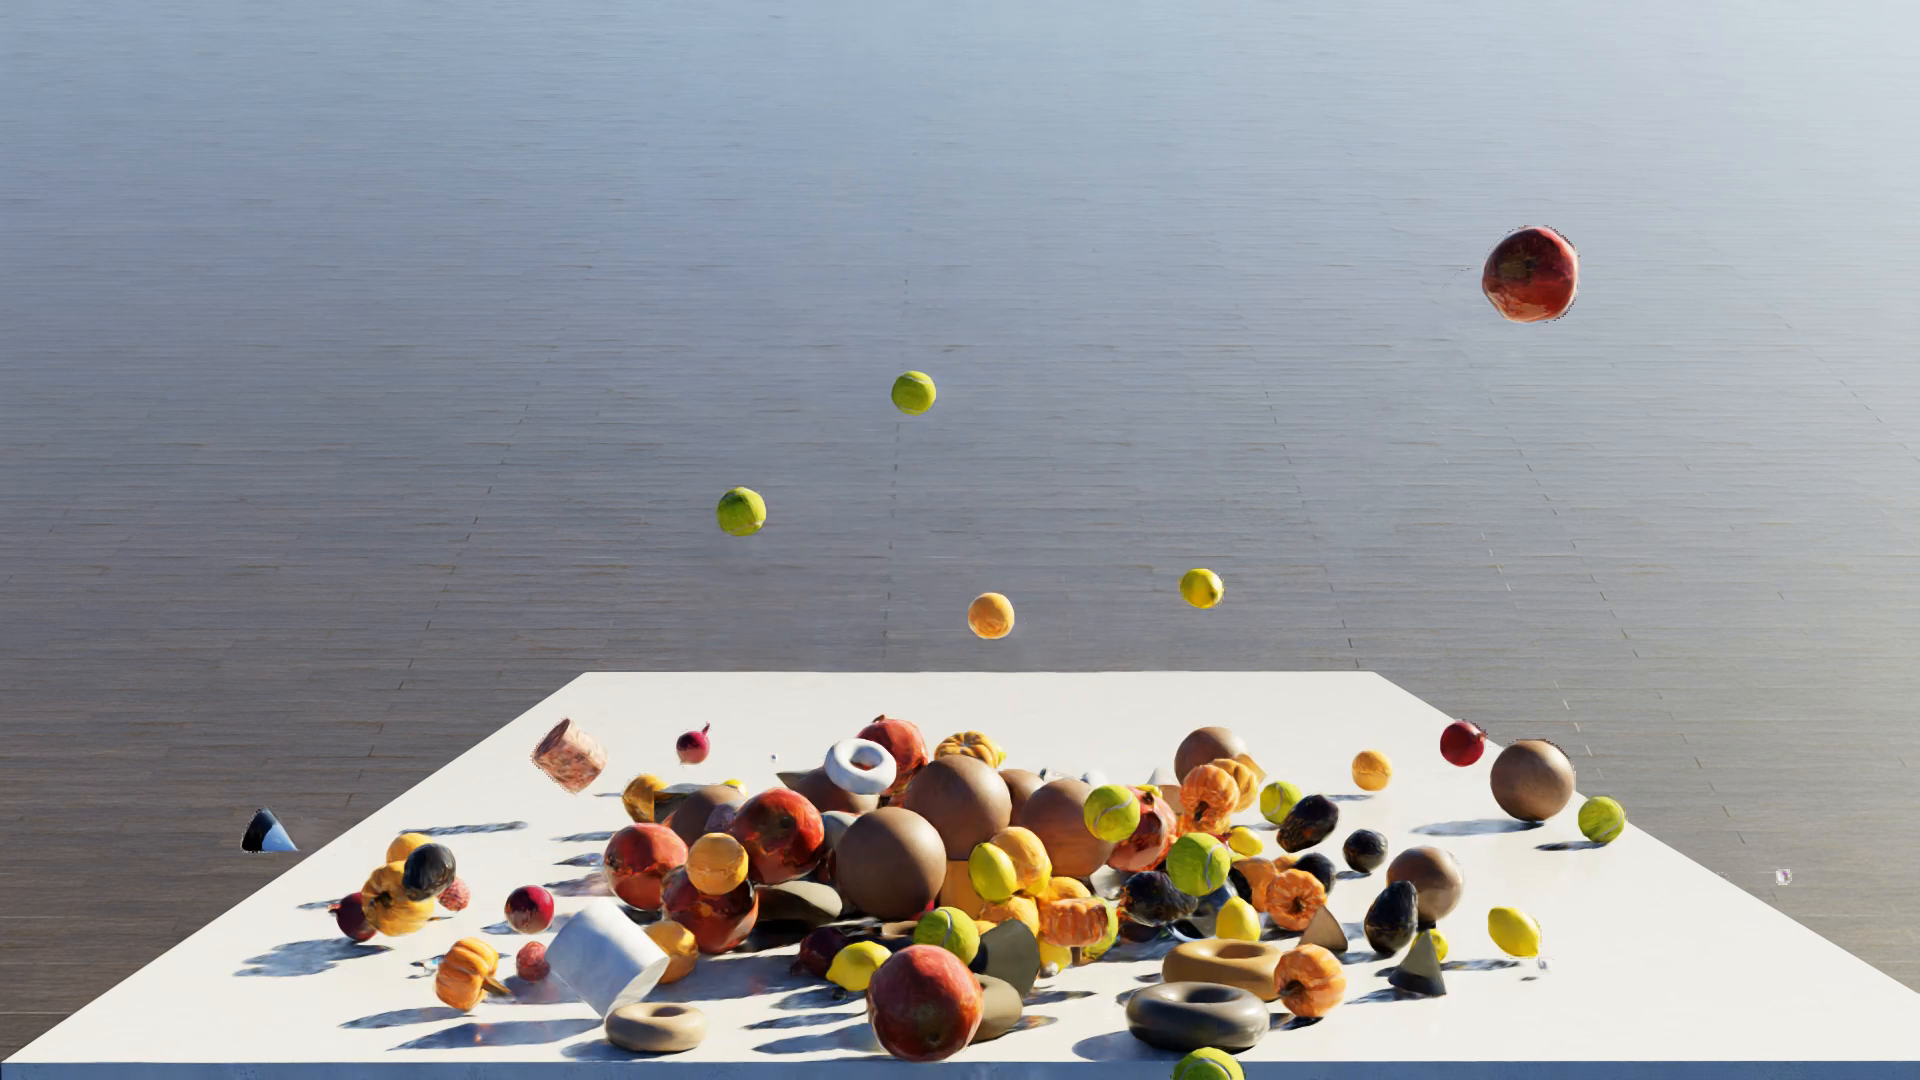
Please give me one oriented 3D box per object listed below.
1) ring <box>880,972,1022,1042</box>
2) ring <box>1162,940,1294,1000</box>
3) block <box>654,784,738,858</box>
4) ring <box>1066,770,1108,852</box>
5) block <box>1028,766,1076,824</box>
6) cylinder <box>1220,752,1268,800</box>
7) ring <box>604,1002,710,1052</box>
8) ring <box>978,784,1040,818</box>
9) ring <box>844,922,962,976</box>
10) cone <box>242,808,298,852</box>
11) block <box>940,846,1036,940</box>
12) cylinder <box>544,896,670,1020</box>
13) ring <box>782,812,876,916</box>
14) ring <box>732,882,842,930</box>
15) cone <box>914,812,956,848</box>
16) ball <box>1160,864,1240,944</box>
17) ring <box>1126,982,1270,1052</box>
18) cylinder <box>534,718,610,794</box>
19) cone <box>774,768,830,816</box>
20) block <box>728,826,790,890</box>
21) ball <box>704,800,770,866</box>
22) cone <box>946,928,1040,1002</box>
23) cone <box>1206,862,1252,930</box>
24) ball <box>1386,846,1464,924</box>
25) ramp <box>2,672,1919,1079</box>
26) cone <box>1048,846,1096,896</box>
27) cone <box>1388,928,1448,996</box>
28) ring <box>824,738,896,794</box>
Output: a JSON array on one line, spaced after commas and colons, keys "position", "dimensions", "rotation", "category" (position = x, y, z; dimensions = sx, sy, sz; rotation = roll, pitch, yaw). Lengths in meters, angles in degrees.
[{"position": [-0.009, 0.484, 2.670], "dimensions": [0.148, 0.049, 0.148], "rotation": [1, 3, 0], "category": "ring"}, {"position": [0.296, 0.476, 2.842], "dimensions": [0.146, 0.049, 0.146], "rotation": [1, 4, 0], "category": "ring"}, {"position": [-0.388, 0.412, 3.782], "dimensions": [0.093, 0.093, 0.093], "rotation": [1, 3, 17], "category": "block"}, {"position": [0.186, 0.398, 3.774], "dimensions": [0.041, 0.124, 0.124], "rotation": [15, 25, 8], "category": "ring"}, {"position": [0.142, 0.392, 3.953], "dimensions": [0.054, 0.054, 0.054], "rotation": [22, 39, -15], "category": "block"}, {"position": [0.437, 0.364, 3.968], "dimensions": [0.052, 0.052, 0.052], "rotation": [-47, 33, -3], "category": "cylinder"}, {"position": [-0.307, 0.494, 2.607], "dimensions": [0.106, 0.035, 0.106], "rotation": [1, 2, 0], "category": "ring"}, {"position": [0.094, 0.420, 4.141], "dimensions": [0.131, 0.044, 0.131], "rotation": [1, 1, 0], "category": "ring"}, {"position": [-0.064, 0.471, 2.967], "dimensions": [0.141, 0.047, 0.141], "rotation": [0, 1, 0], "category": "ring"}, {"position": [-1.007, 0.444, 3.800], "dimensions": [0.072, 0.072, 0.072], "rotation": [26, 28, 10], "category": "cone"}, {"position": [0.033, 0.435, 3.170], "dimensions": [0.097, 0.097, 0.097], "rotation": [0, 3, -12], "category": "block"}, {"position": [-0.371, 0.441, 2.707], "dimensions": [0.093, 0.093, 0.093], "rotation": [42, 37, 14], "category": "cylinder"}, {"position": [-0.167, 0.412, 3.255], "dimensions": [0.139, 0.139, 0.046], "rotation": [20, -4, 40], "category": "ring"}, {"position": [-0.213, 0.449, 3.152], "dimensions": [0.135, 0.045, 0.135], "rotation": [-2, -18, -1], "category": "ring"}, {"position": [-0.042, 0.421, 3.744], "dimensions": [0.055, 0.055, 0.055], "rotation": [9, 19, -21], "category": "cone"}, {"position": [0.289, 0.440, 3.102], "dimensions": [0.097, 0.097, 0.097], "rotation": [0, 23, 0], "category": "ball"}, {"position": [0.242, 0.486, 2.621], "dimensions": [0.148, 0.049, 0.148], "rotation": [1, 3, 0], "category": "ring"}, {"position": [-0.615, 0.343, 4.077], "dimensions": [0.085, 0.085, 0.085], "rotation": [-41, 17, 15], "category": "cylinder"}, {"position": [-0.259, 0.387, 4.115], "dimensions": [0.083, 0.083, 0.083], "rotation": [23, 21, -8], "category": "cone"}, {"position": [-0.249, 0.397, 3.189], "dimensions": [0.058, 0.058, 0.058], "rotation": [-18, -14, -12], "category": "block"}, {"position": [-0.293, 0.387, 3.399], "dimensions": [0.088, 0.088, 0.088], "rotation": [0, 23, 0], "category": "ball"}, {"position": [0.019, 0.449, 2.755], "dimensions": [0.093, 0.093, 0.093], "rotation": [24, 7, -35], "category": "cone"}, {"position": [0.314, 0.462, 3.240], "dimensions": [0.090, 0.090, 0.090], "rotation": [3, 65, -7], "category": "cone"}, {"position": [0.584, 0.433, 3.237], "dimensions": [0.097, 0.097, 0.097], "rotation": [0, 23, 0], "category": "ball"}, {"position": [0.052, 0.474, 4.536], "dimensions": [2.000, 0.100, 4.000], "rotation": [0, 3, 0], "category": "ramp"}, {"position": [0.150, 0.440, 3.450], "dimensions": [0.066, 0.066, 0.066], "rotation": [0, 2, 0], "category": "cone"}, {"position": [0.511, 0.460, 2.841], "dimensions": [0.067, 0.067, 0.067], "rotation": [10, 3, -1], "category": "cone"}, {"position": [-0.116, 0.265, 3.007], "dimensions": [0.086, 0.029, 0.086], "rotation": [10, 34, -7], "category": "ring"}]
